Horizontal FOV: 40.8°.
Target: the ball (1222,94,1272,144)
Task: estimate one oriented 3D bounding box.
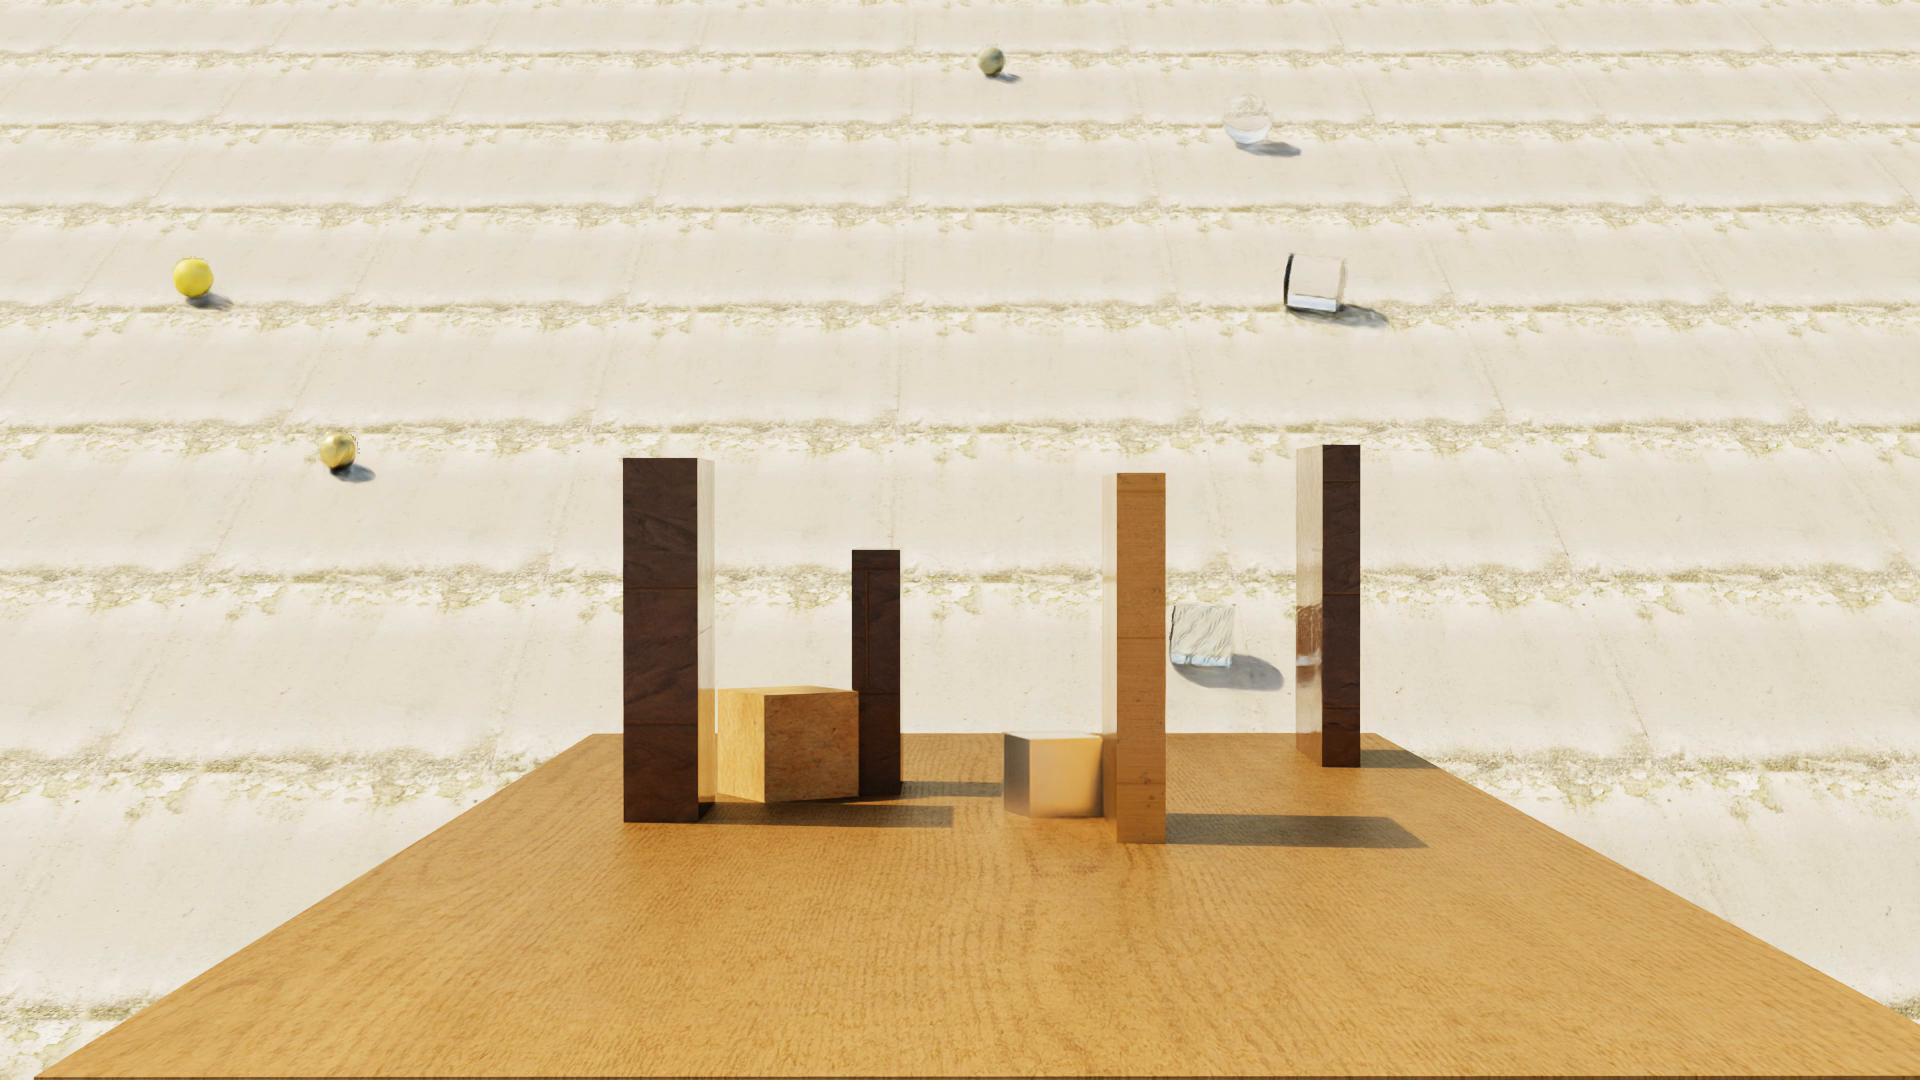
[{"bbox_3d":[1.202,-1.761,10.813,0.207,0.207,0.207,0,28,0],"label":"ball"}]

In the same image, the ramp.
[{"bbox_3d":[0.063,0.567,4.608,2.000,0.100,4.000,0,1,0],"label":"ramp"}]

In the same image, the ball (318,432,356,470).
[{"bbox_3d":[-1.957,-0.279,8.124,0.117,0.117,0.117,0,28,0],"label":"ball"}]

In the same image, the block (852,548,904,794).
[{"bbox_3d":[-0.168,0.263,5.309,0.098,0.492,0.264,0,1,0],"label":"block"}]

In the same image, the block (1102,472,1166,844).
[{"bbox_3d":[0.310,0.199,4.645,0.084,0.635,0.444,0,1,0],"label":"block"}]

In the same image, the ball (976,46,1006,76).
[{"bbox_3d":[0.142,-2.161,11.646,0.131,0.131,0.131,0,28,0],"label":"ball"}]

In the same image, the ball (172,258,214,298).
[{"bbox_3d":[-2.776,-0.948,9.356,0.141,0.141,0.141,0,28,0],"label":"ball"}]

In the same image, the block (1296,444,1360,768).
[{"bbox_3d":[0.844,0.144,5.942,0.085,0.715,0.441,0,1,0],"label":"block"}]

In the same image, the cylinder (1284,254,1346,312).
[{"bbox_3d":[1.271,-0.922,9.255,0.190,0.190,0.190,9,29,16],"label":"cylinder"}]

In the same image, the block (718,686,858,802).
[{"bbox_3d":[-0.346,0.406,5.186,0.210,0.210,0.210,0,1,-31],"label":"block"}]

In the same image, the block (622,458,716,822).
[{"bbox_3d":[-0.547,0.181,4.885,0.137,0.667,0.333,0,1,0],"label":"block"}]

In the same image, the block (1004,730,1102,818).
[{"bbox_3d":[0.175,0.441,4.880,0.146,0.146,0.146,0,1,-18],"label":"block"}]

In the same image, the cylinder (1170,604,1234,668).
[{"bbox_3d":[0.662,0.260,7.061,0.164,0.164,0.164,4,28,8],"label":"cylinder"}]
